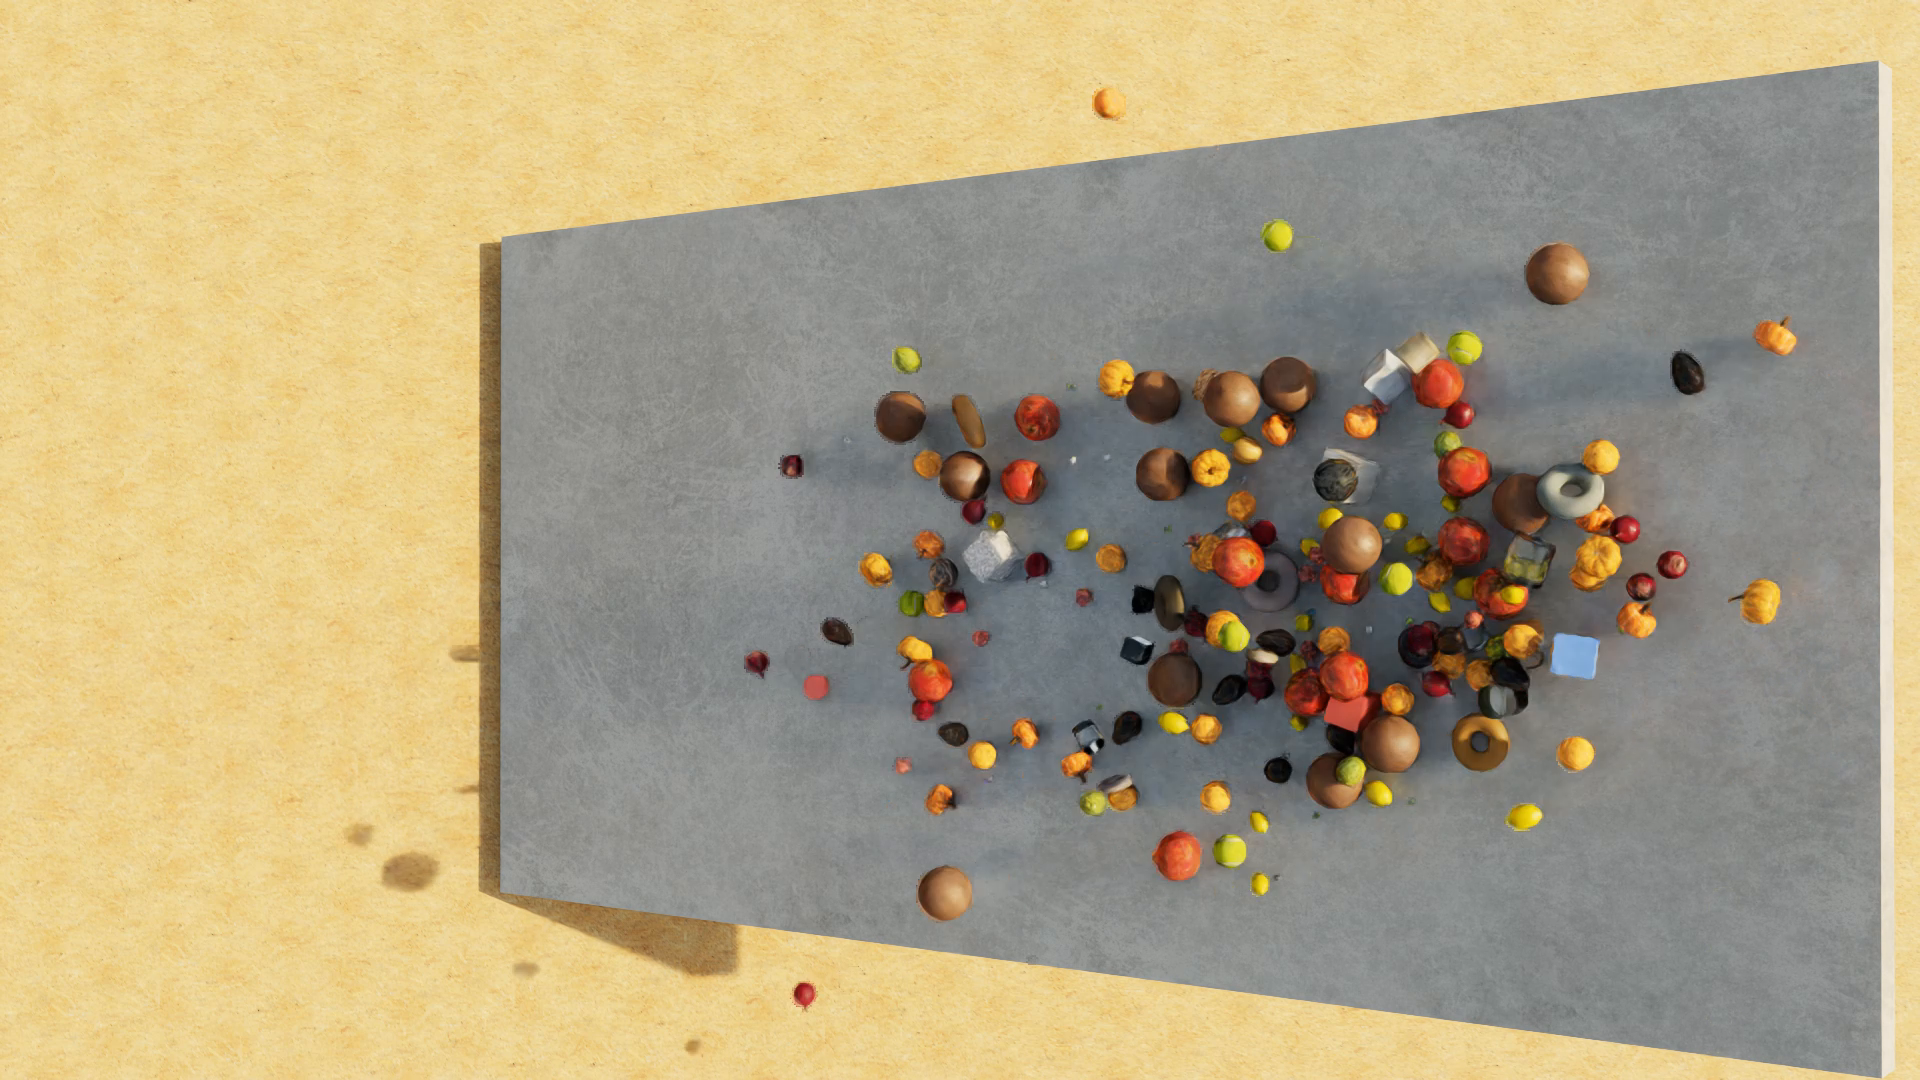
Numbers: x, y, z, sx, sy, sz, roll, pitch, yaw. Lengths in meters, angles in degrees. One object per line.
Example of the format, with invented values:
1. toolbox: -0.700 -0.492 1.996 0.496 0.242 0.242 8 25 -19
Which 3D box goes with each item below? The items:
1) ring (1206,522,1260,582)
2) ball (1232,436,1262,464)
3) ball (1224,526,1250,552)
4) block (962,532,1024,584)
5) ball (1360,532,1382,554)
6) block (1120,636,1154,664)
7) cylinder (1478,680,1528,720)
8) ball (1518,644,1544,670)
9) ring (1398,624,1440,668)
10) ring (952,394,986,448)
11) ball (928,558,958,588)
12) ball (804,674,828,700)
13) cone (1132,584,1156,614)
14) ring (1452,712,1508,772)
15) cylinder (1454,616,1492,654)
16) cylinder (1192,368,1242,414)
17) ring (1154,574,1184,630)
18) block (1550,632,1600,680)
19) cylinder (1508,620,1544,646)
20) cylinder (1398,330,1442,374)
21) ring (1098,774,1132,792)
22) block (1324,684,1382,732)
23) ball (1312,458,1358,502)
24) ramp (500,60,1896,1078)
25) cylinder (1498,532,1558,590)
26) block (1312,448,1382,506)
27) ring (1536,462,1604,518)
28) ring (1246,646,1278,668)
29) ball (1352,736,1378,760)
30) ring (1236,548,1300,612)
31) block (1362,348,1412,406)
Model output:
1. ring: 0.641 0.030 5.158 0.143 0.048 0.143 0 90 38
2. ball: 0.670 -0.208 5.125 0.067 0.067 0.067 0 90 0
3. ball: 0.641 -0.002 5.093 0.057 0.057 0.057 0 90 0
4. block: 0.083 0.044 5.545 0.093 0.093 0.093 -48 63 26
5. ball: 0.925 0.006 4.944 0.051 0.051 0.051 0 90 0
6. block: 0.427 0.266 5.312 0.052 0.052 0.052 25 104 34
7. cylinder: 1.168 0.343 4.728 0.076 0.076 0.076 -8 89 -39
8. ball: 1.213 0.248 4.673 0.053 0.053 0.053 0 90 0
9. ring: 1.019 0.236 4.885 0.098 0.033 0.098 0 91 36
10. ring: 0.023 -0.297 5.512 0.049 0.146 0.146 -24 90 -4
11. ball: -0.043 0.086 5.648 0.077 0.077 0.077 0 90 0
12. ball: -0.386 0.394 5.907 0.067 0.067 0.067 0 90 0
13. cone: 0.436 0.129 5.319 0.071 0.071 0.071 -9 129 -12
14. ring: 1.133 0.440 4.791 0.130 0.043 0.130 0 89 36
15. cylinder: 1.119 0.207 4.790 0.060 0.060 0.060 -27 68 0
16. cylinder: 0.605 -0.351 5.166 0.082 0.082 0.082 30 90 33
17. ring: 0.498 0.149 5.231 0.045 0.135 0.135 -6 90 -12
18. block: 1.278 0.242 4.568 0.084 0.084 0.084 8 88 20
19. cylinder: 1.214 0.199 4.712 0.053 0.053 0.053 10 75 -43
20. cylinder: 0.991 -0.407 4.745 0.069 0.069 0.069 -41 90 14
21. ring: 0.356 0.558 5.036 0.078 0.078 0.026 -16 94 0
22. block: 0.885 0.378 4.950 0.085 0.085 0.085 20 101 35
23. ball: 0.821 -0.130 4.813 0.096 0.096 0.096 0 90 0
24. ramp: 0.233 0.065 5.553 4.000 0.100 2.000 0 89 37
25. cylinder: 1.196 0.043 4.634 0.093 0.093 0.093 19 105 0
26. block: 0.872 -0.143 4.951 0.095 0.095 0.095 30 107 39
27. ring: 1.277 -0.104 4.600 0.139 0.046 0.139 -9 50 11
28. ring: 0.680 0.262 4.956 0.075 0.075 0.025 25 67 0
29. ball: 0.912 0.468 4.947 0.056 0.056 0.056 0 90 0
30. ring: 0.711 0.094 5.076 0.150 0.050 0.150 -3 78 12
31. block: 0.949 -0.364 4.895 0.075 0.075 0.075 37 119 -15
